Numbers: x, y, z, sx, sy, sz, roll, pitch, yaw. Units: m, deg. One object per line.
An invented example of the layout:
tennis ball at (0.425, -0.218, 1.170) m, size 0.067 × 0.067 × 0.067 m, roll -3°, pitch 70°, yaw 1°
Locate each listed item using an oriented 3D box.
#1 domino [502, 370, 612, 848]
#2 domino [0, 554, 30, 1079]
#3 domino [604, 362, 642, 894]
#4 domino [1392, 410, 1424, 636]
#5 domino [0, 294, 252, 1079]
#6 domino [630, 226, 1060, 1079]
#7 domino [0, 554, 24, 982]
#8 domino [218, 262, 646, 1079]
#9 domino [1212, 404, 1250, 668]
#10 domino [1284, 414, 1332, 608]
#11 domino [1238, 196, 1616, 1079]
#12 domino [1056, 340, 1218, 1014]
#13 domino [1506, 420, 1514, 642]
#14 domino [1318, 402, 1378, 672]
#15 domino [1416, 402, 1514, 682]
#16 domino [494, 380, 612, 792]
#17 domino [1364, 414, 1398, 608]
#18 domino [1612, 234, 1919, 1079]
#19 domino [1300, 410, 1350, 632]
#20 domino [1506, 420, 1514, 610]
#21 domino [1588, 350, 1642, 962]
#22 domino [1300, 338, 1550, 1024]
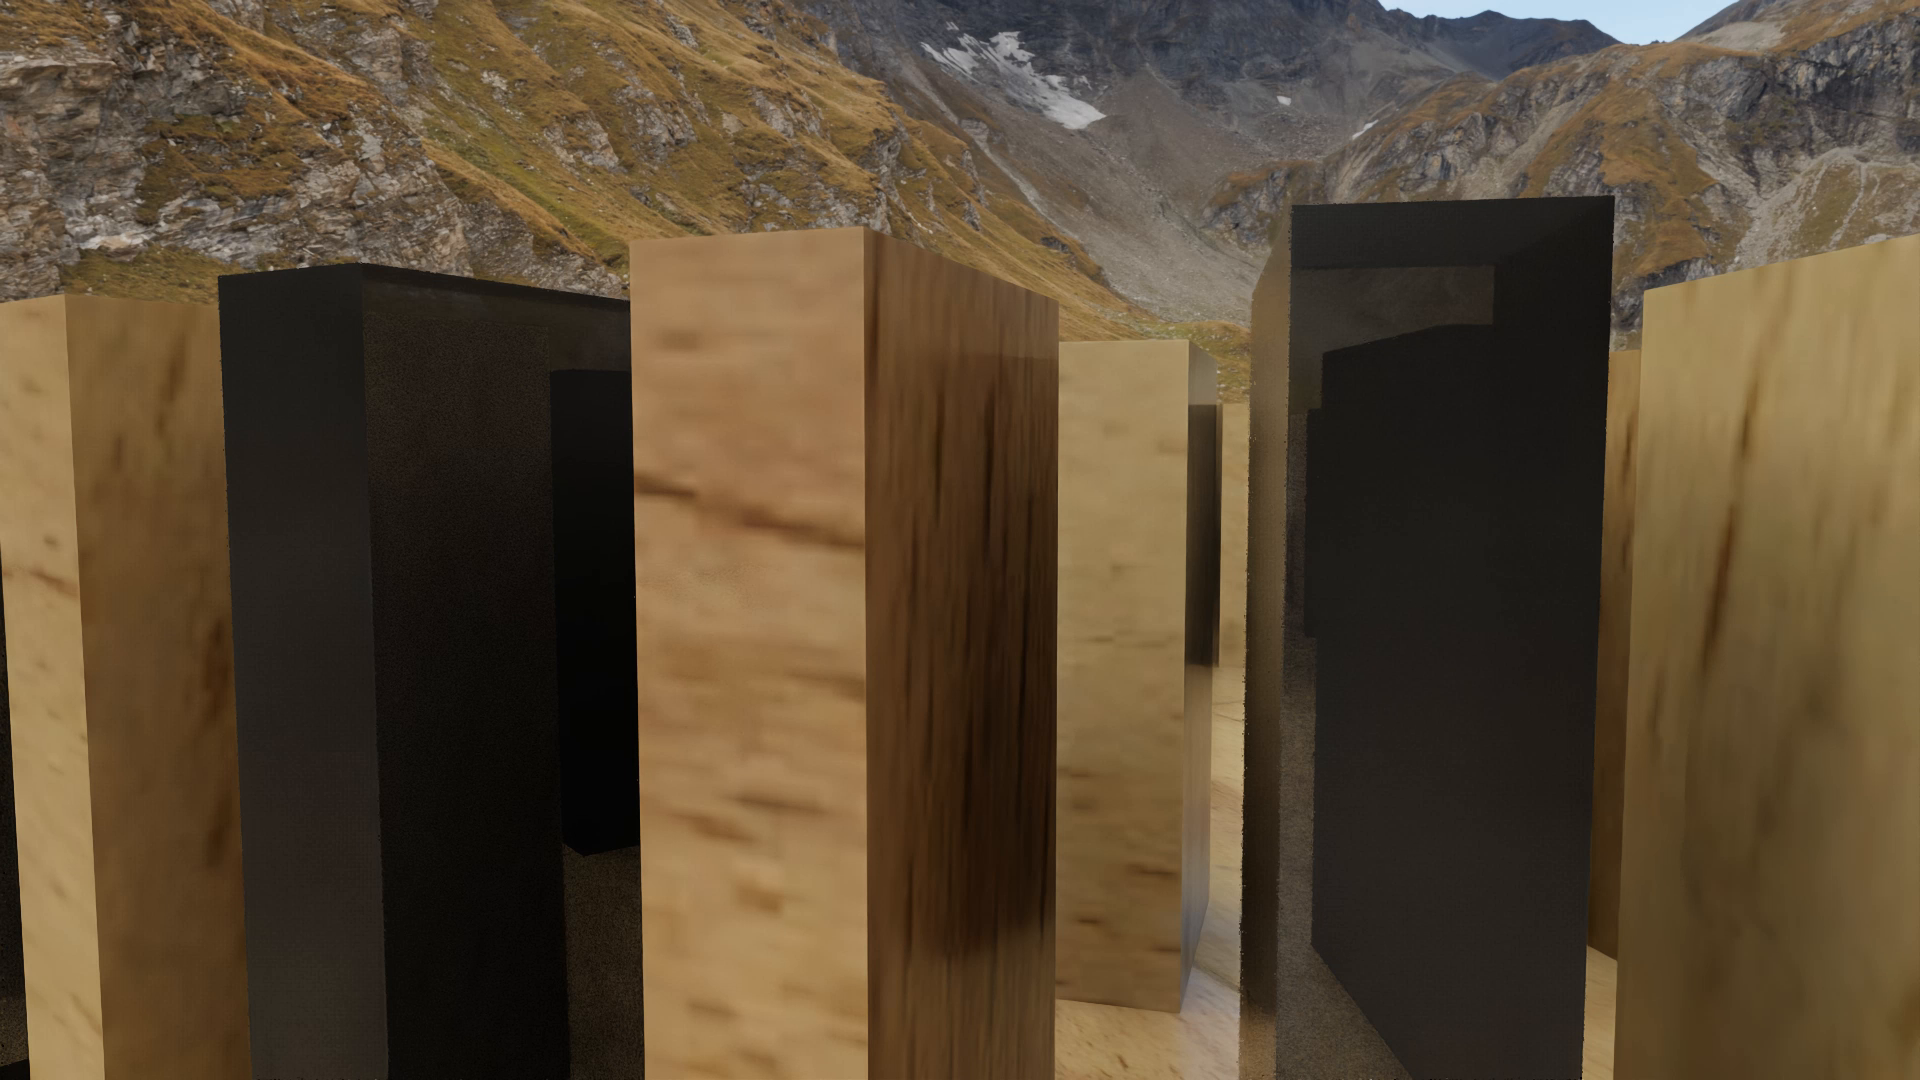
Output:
domino at (-0.037, 0.007, 0.144) m, size 0.025 × 0.050 × 0.010 m, roll -3°, pitch 5°, yaw -37°
domino at (-0.059, 0.011, 0.092) m, size 0.009 × 0.050 × 0.025 m, roll 4°, pitch 6°, yaw 41°
domino at (-0.022, 0.008, 0.129) m, size 0.010 × 0.050 × 0.025 m, roll 4°, pitch 6°, yaw 41°
domino at (0.106, -0.005, 0.295) m, size 0.010 × 0.050 × 0.025 m, roll 2°, pitch 5°, yaw 23°
domino at (-0.042, 0.012, 0.079) m, size 0.009 × 0.050 × 0.025 m, roll 3°, pitch 5°, yaw 34°
domino at (-0.004, 0.013, 0.059) m, size 0.010 × 0.050 × 0.025 m, roll 2°, pitch 5°, yaw 20°
domino at (-0.074, 0.009, 0.107) m, size 0.025 × 0.050 × 0.010 m, roll -4°, pitch 6°, yaw -40°
domino at (-0.023, 0.012, 0.068) m, size 0.010 × 0.050 × 0.025 m, roll 2°, pitch 5°, yaw 27°
domino at (0.055, -0.002, 0.254) m, size 0.010 × 0.050 × 0.025 m, roll 0°, pitch 4°, yaw 3°
domino at (0.093, -0.008, 0.345) m, size 0.009 × 0.050 × 0.025 m, roll 1°, pitch 4°, yaw 10°
domino at (0.017, 0.014, 0.054) m, size 0.010 × 0.050 × 0.025 m, roll 1°, pitch 4°, yaw 10°
domino at (0.015, 0.009, 0.107) m, size 0.010 × 0.050 × 0.025 m, roll 1°, pitch 4°, yaw 16°
domino at (0.125, -0.004, 0.284) m, size 0.009 × 0.050 × 0.025 m, roll 3°, pitch 5°, yaw 37°
domino at (0.076, -0.001, 0.250) m, size 0.010 × 0.050 × 0.025 m, roll 1°, pitch 5°, yaw 18°
domino at (0.095, -0.001, 0.241) m, size 0.010 × 0.050 × 0.025 m, roll 3°, pitch 5°, yaw 36°
domino at (-0.047, 0.005, 0.163) m, size 0.025 × 0.050 × 0.009 m, roll -2°, pitch 5°, yaw -20°
domino at (0.115, -0.008, 0.342) m, size 0.009 × 0.050 × 0.025 m, roll 1°, pitch 4°, yaw 10°
domino at (0.039, 0.014, 0.053) m, size 0.010 × 0.050 × 0.025 m, roll 0°, pitch 4°, yaw -3°
domino at (0.085, -0.005, 0.301) m, size 0.010 × 0.050 × 0.025 m, roll 1°, pitch 4°, yaw 14°
domino at (0.136, -0.008, 0.338) m, size 0.010 × 0.050 × 0.025 m, roll 0°, pitch 4°, yaw 4°
domino at (0.058, 0.009, 0.108) m, size 0.010 × 0.050 × 0.025 m, roll -1°, pitch 4°, yaw -13°
domino at (0.037, 0.010, 0.105) m, size 0.009 × 0.050 × 0.025 m, roll 0°, pitch 4°, yaw -1°
